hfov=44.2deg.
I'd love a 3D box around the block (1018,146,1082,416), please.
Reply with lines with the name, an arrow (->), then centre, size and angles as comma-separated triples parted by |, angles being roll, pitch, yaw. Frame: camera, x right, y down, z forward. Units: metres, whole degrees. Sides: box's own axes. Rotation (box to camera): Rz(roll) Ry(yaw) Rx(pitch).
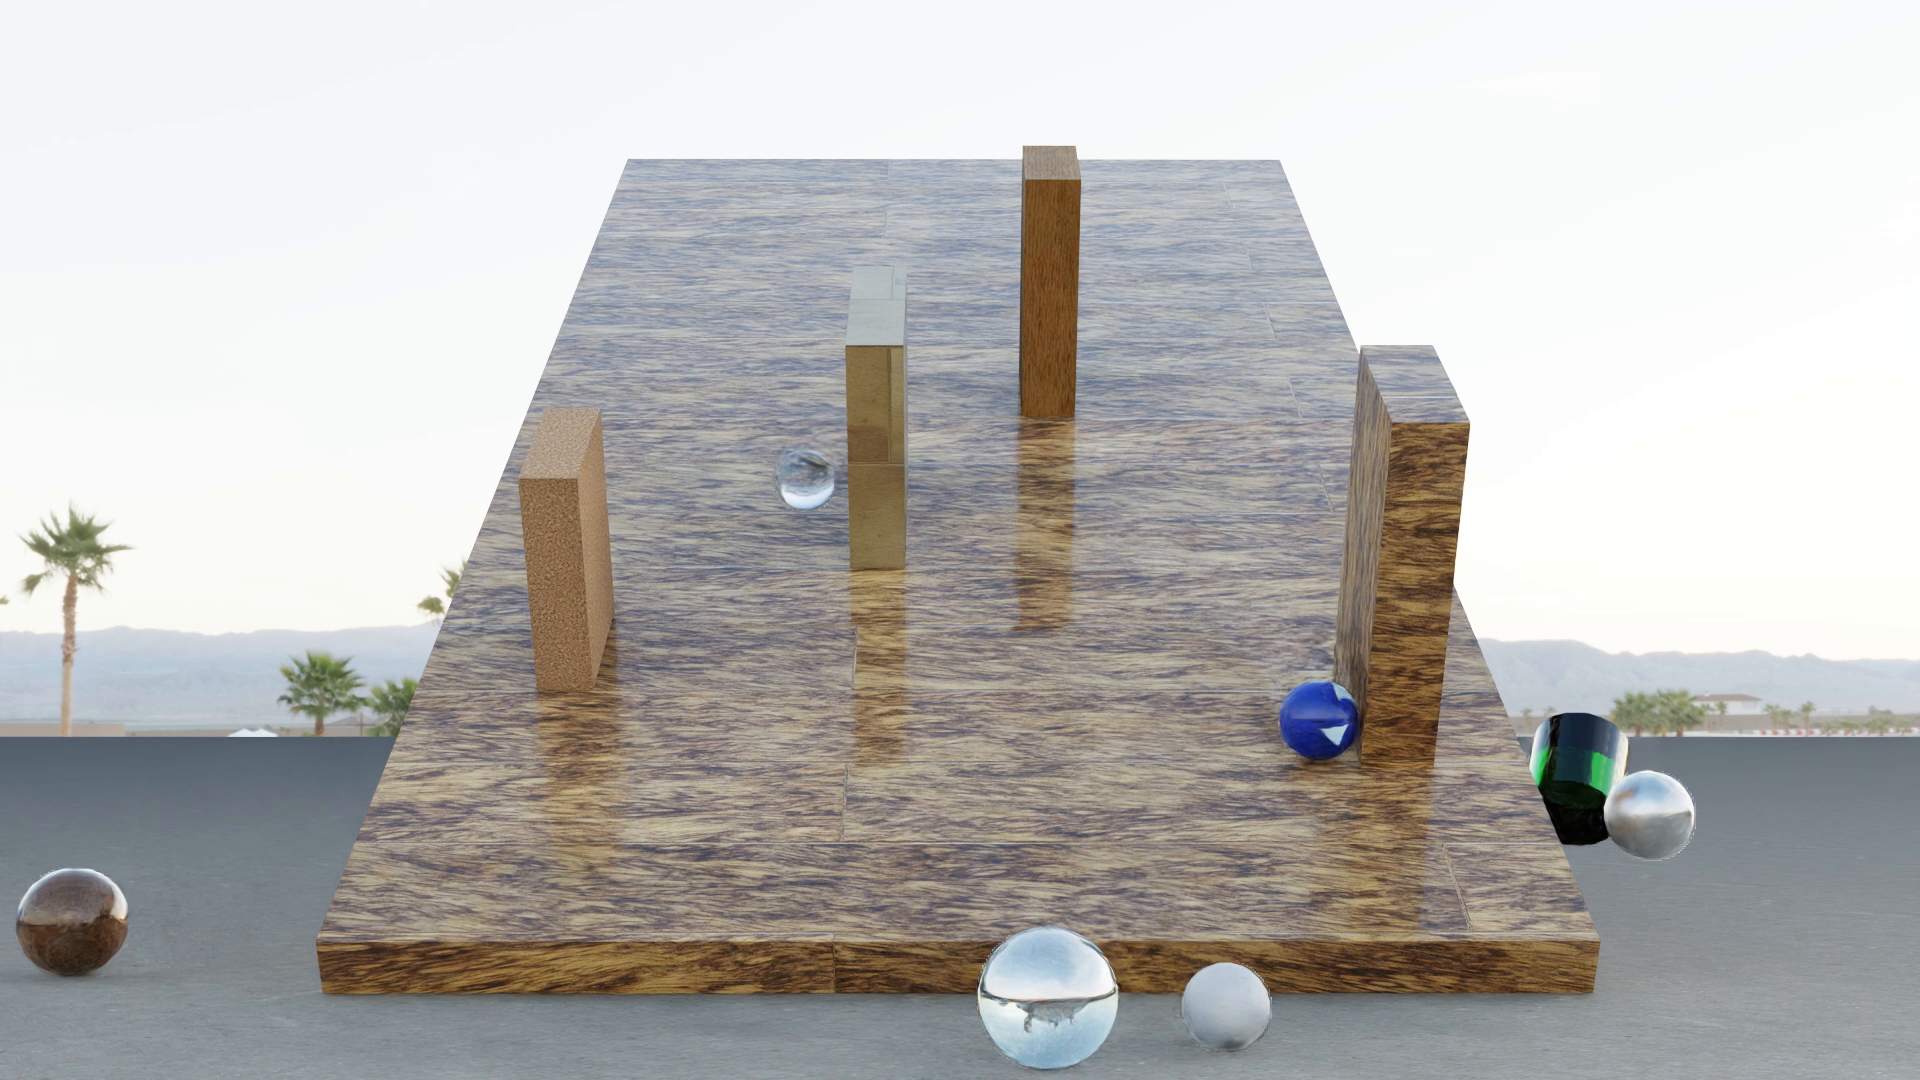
block -> 0.206, -0.600, 5.485 | 0.124, 0.573, 0.254 | 0, 27, 0

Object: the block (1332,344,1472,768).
block -> 0.764, 0.029, 4.138 | 0.128, 0.660, 0.337 | 0, 27, 0

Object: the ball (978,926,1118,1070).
ball -> 0.108, 0.561, 2.902 | 0.172, 0.172, 0.172 | 0, -5, 0

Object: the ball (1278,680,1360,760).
ball -> 0.630, 0.315, 4.146 | 0.140, 0.140, 0.140 | 0, -5, 0

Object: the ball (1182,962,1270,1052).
ball -> 0.344, 0.603, 3.058 | 0.113, 0.113, 0.113 | 0, -5, 0

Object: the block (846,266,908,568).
block -> -0.168, -0.260, 4.903 | 0.112, 0.486, 0.445 | 0, 27, 0

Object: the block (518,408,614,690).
block -> -0.730, 0.014, 4.415 | 0.104, 0.431, 0.312 | 0, 27, 0

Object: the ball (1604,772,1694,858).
ball -> 1.210, 0.483, 4.156 | 0.153, 0.153, 0.153 | 0, -5, 0

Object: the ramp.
ramp -> -0.010, -0.227, 5.491 | 2.000, 0.100, 4.000 | 0, 27, 0

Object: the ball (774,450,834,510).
ball -> -0.331, -0.128, 5.037 | 0.128, 0.128, 0.128 | 0, -5, 0

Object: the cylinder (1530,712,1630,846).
cylinder -> 1.265, 0.490, 4.856 | 0.193, 0.193, 0.193 | 12, -45, 13

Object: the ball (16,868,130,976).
ball -> -1.502, 0.646, 4.005 | 0.181, 0.181, 0.181 | 0, -5, 0
